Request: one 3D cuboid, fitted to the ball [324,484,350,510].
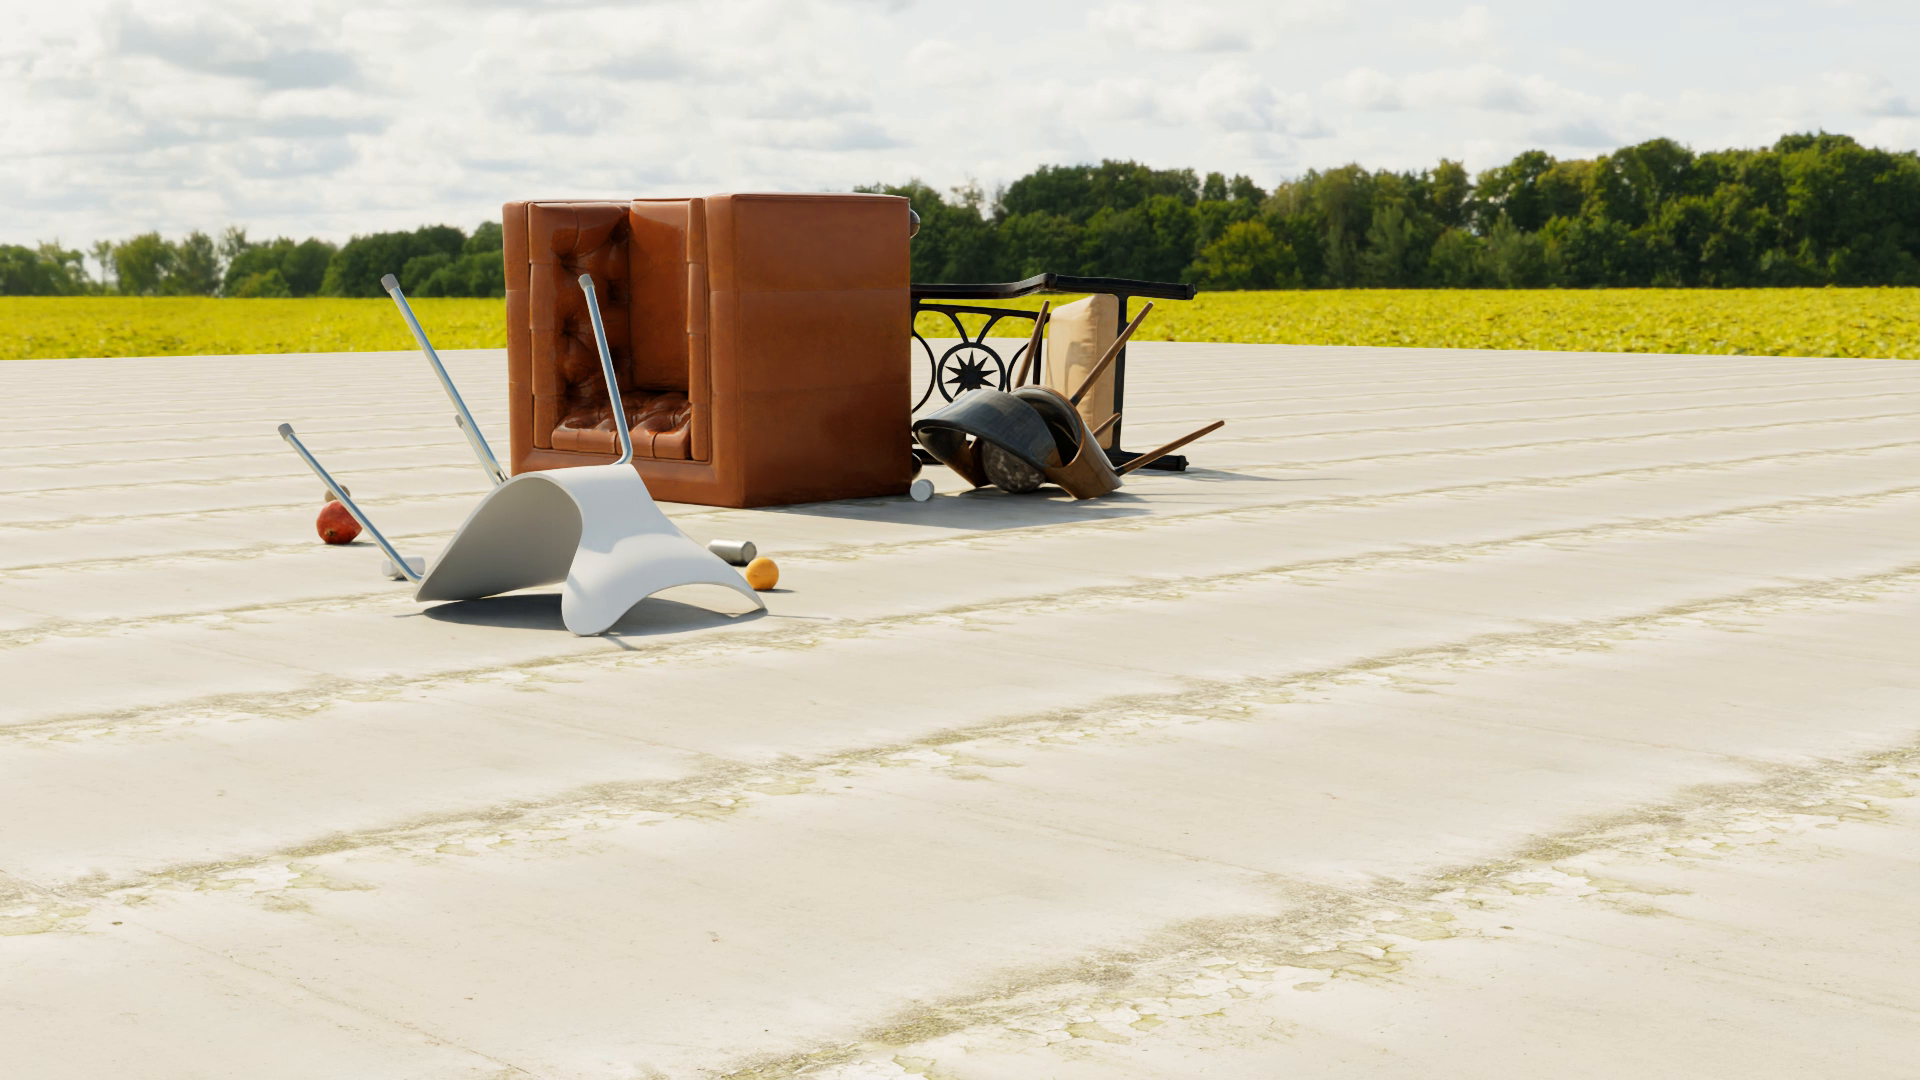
[{"bbox_3d":[-1.760,-0.124,7.250,0.074,0.074,0.074,0,6,0],"label":"ball"}]

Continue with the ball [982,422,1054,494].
[{"bbox_3d":[0.174,-0.250,7.778,0.218,0.218,0.218,0,6,0],"label":"ball"}]
